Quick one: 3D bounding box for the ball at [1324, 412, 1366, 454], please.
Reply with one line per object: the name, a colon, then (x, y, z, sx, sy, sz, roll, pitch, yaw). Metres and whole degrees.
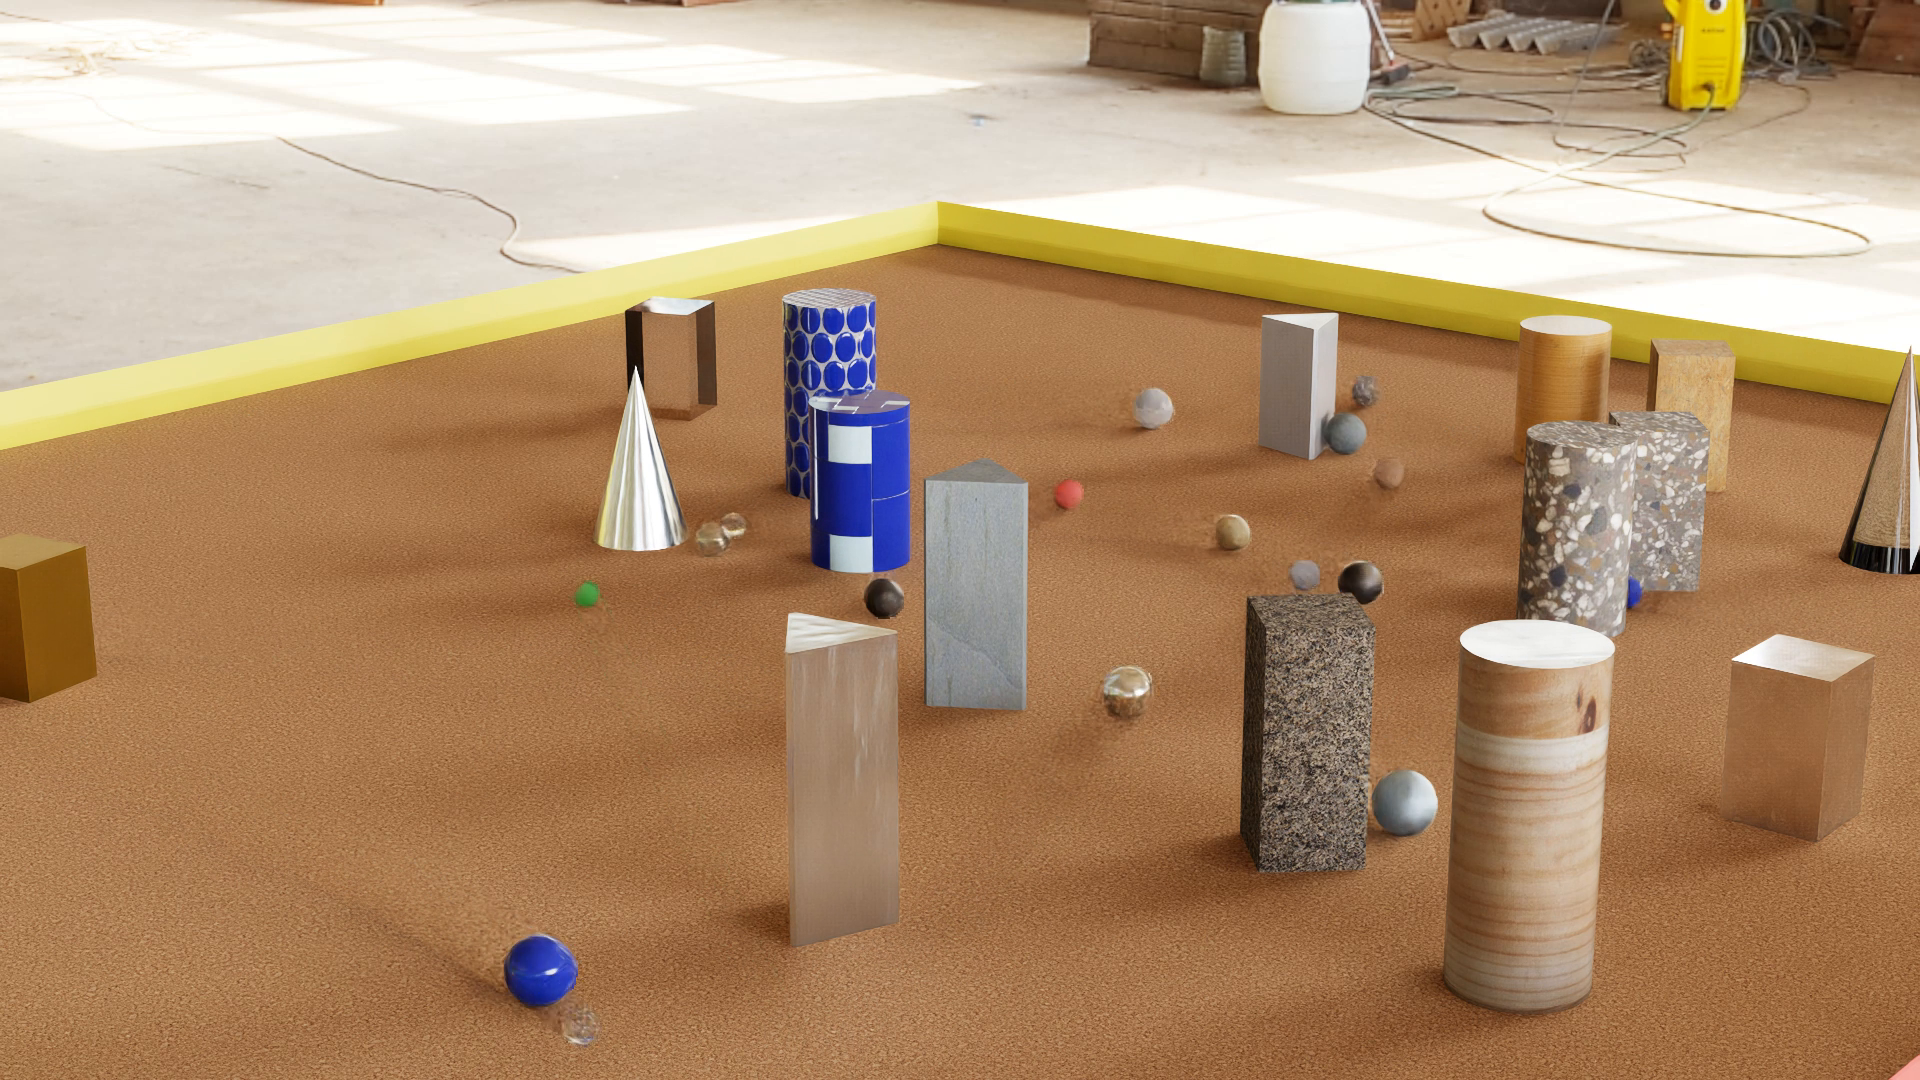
ball: (0.788, -0.220, 6.007, 0.084, 0.084, 0.084, 0, 17, 0)

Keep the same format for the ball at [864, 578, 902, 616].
ball: (-0.130, 0.097, 4.989, 0.067, 0.067, 0.067, 0, 17, 0)

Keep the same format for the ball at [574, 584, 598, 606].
ball: (-0.643, 0.095, 5.043, 0.041, 0.041, 0.041, 0, 17, 0)

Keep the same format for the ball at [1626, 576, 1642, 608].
ball: (1.145, 0.089, 5.037, 0.055, 0.055, 0.055, 0, 17, 0)

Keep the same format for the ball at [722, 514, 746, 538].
ball: (-0.420, -0.026, 5.432, 0.046, 0.046, 0.046, 0, 17, 0)

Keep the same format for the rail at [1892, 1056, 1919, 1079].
rail: (1.575, 0.426, 3.813, 0.045, 0.118, 4.663, 14, 22, 39)

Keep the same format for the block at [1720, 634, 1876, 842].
block: (1.173, 0.276, 4.109, 0.145, 0.236, 0.145, 14, 21, 38)

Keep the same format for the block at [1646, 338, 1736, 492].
block: (1.433, -0.247, 5.773, 0.145, 0.270, 0.145, 2, 17, 7)

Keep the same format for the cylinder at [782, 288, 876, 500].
cylinder: (-0.252, -0.284, 5.706, 0.181, 0.381, 0.181, 0, 17, 0)

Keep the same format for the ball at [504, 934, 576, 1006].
ball: (-0.510, 0.521, 3.556, 0.087, 0.087, 0.087, 0, 17, 0)

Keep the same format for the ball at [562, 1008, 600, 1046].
ball: (-0.447, 0.574, 3.457, 0.043, 0.043, 0.043, 0, 17, 0)

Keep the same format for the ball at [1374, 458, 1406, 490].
ball: (0.843, -0.130, 5.747, 0.062, 0.062, 0.062, 0, 17, 0)

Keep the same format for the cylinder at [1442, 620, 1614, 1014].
cylinder: (0.688, 0.335, 3.558, 0.181, 0.442, 0.181, 0, 17, 0)

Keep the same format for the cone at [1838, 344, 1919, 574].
cone: (1.684, -0.157, 5.250, 0.181, 0.403, 0.181, 0, 17, 0)

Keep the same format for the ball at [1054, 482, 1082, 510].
ball: (0.206, -0.085, 5.611, 0.054, 0.054, 0.054, 0, 17, 0)

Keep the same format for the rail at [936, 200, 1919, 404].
rail: (1.513, -0.476, 6.789, 4.218, 0.118, 0.045, 14, 22, 39)

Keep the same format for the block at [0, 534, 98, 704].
block: (-1.483, 0.122, 4.645, 0.145, 0.219, 0.145, 9, 19, 28)

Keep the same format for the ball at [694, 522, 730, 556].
ball: (-0.449, -0.001, 5.320, 0.064, 0.064, 0.064, 0, 17, 0)

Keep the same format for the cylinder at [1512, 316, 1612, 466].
cylinder: (1.216, -0.297, 5.922, 0.181, 0.280, 0.181, 0, 17, 0)

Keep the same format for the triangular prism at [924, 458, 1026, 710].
triangular prism: (0.032, 0.066, 4.578, 0.157, 0.365, 0.136, 2, 17, 7)

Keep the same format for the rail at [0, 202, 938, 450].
rail: (-1.575, -0.367, 6.430, 0.045, 0.118, 4.663, 14, 22, 39)

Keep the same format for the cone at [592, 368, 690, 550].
cone: (-0.592, -0.163, 5.400, 0.181, 0.326, 0.181, 0, 17, 0)

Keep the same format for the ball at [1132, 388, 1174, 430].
ball: (0.407, -0.277, 6.191, 0.086, 0.086, 0.086, 0, 17, 0)

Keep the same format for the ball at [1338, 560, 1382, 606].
ball: (0.689, 0.074, 5.049, 0.077, 0.077, 0.077, 0, 17, 0)

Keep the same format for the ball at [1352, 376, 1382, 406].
ball: (0.887, -0.323, 6.381, 0.064, 0.064, 0.064, 0, 17, 0)

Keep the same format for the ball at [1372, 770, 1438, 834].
ball: (0.617, 0.364, 4.068, 0.091, 0.091, 0.091, 0, 17, 0)

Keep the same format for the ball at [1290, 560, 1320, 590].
ball: (0.604, 0.061, 5.130, 0.054, 0.054, 0.054, 0, 17, 0)

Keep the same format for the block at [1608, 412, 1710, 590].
block: (1.220, -0.069, 5.159, 0.145, 0.287, 0.145, 0, 17, 1)

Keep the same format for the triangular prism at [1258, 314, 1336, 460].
triangular prism: (0.721, -0.323, 6.024, 0.136, 0.272, 0.157, -13, 21, -36)

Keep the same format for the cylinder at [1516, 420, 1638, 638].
cylinder: (1.032, -0.017, 4.911, 0.181, 0.331, 0.181, 0, 17, 0)

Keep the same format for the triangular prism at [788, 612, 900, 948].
triangular prism: (-0.180, 0.299, 3.758, 0.157, 0.395, 0.136, -10, 19, -30)

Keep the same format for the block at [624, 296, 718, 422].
block: (-0.621, -0.391, 6.316, 0.145, 0.232, 0.145, 6, 18, 18)

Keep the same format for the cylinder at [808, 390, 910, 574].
cylinder: (-0.180, -0.107, 5.273, 0.181, 0.293, 0.181, 0, 17, 0)

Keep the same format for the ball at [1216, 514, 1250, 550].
ball: (0.498, -0.014, 5.361, 0.064, 0.064, 0.064, 0, 17, 0)

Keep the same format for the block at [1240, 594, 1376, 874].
block: (0.468, 0.260, 3.971, 0.145, 0.345, 0.145, -1, 17, -5)

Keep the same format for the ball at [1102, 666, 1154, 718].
ball: (0.258, 0.234, 4.516, 0.080, 0.080, 0.080, 0, 17, 0)
